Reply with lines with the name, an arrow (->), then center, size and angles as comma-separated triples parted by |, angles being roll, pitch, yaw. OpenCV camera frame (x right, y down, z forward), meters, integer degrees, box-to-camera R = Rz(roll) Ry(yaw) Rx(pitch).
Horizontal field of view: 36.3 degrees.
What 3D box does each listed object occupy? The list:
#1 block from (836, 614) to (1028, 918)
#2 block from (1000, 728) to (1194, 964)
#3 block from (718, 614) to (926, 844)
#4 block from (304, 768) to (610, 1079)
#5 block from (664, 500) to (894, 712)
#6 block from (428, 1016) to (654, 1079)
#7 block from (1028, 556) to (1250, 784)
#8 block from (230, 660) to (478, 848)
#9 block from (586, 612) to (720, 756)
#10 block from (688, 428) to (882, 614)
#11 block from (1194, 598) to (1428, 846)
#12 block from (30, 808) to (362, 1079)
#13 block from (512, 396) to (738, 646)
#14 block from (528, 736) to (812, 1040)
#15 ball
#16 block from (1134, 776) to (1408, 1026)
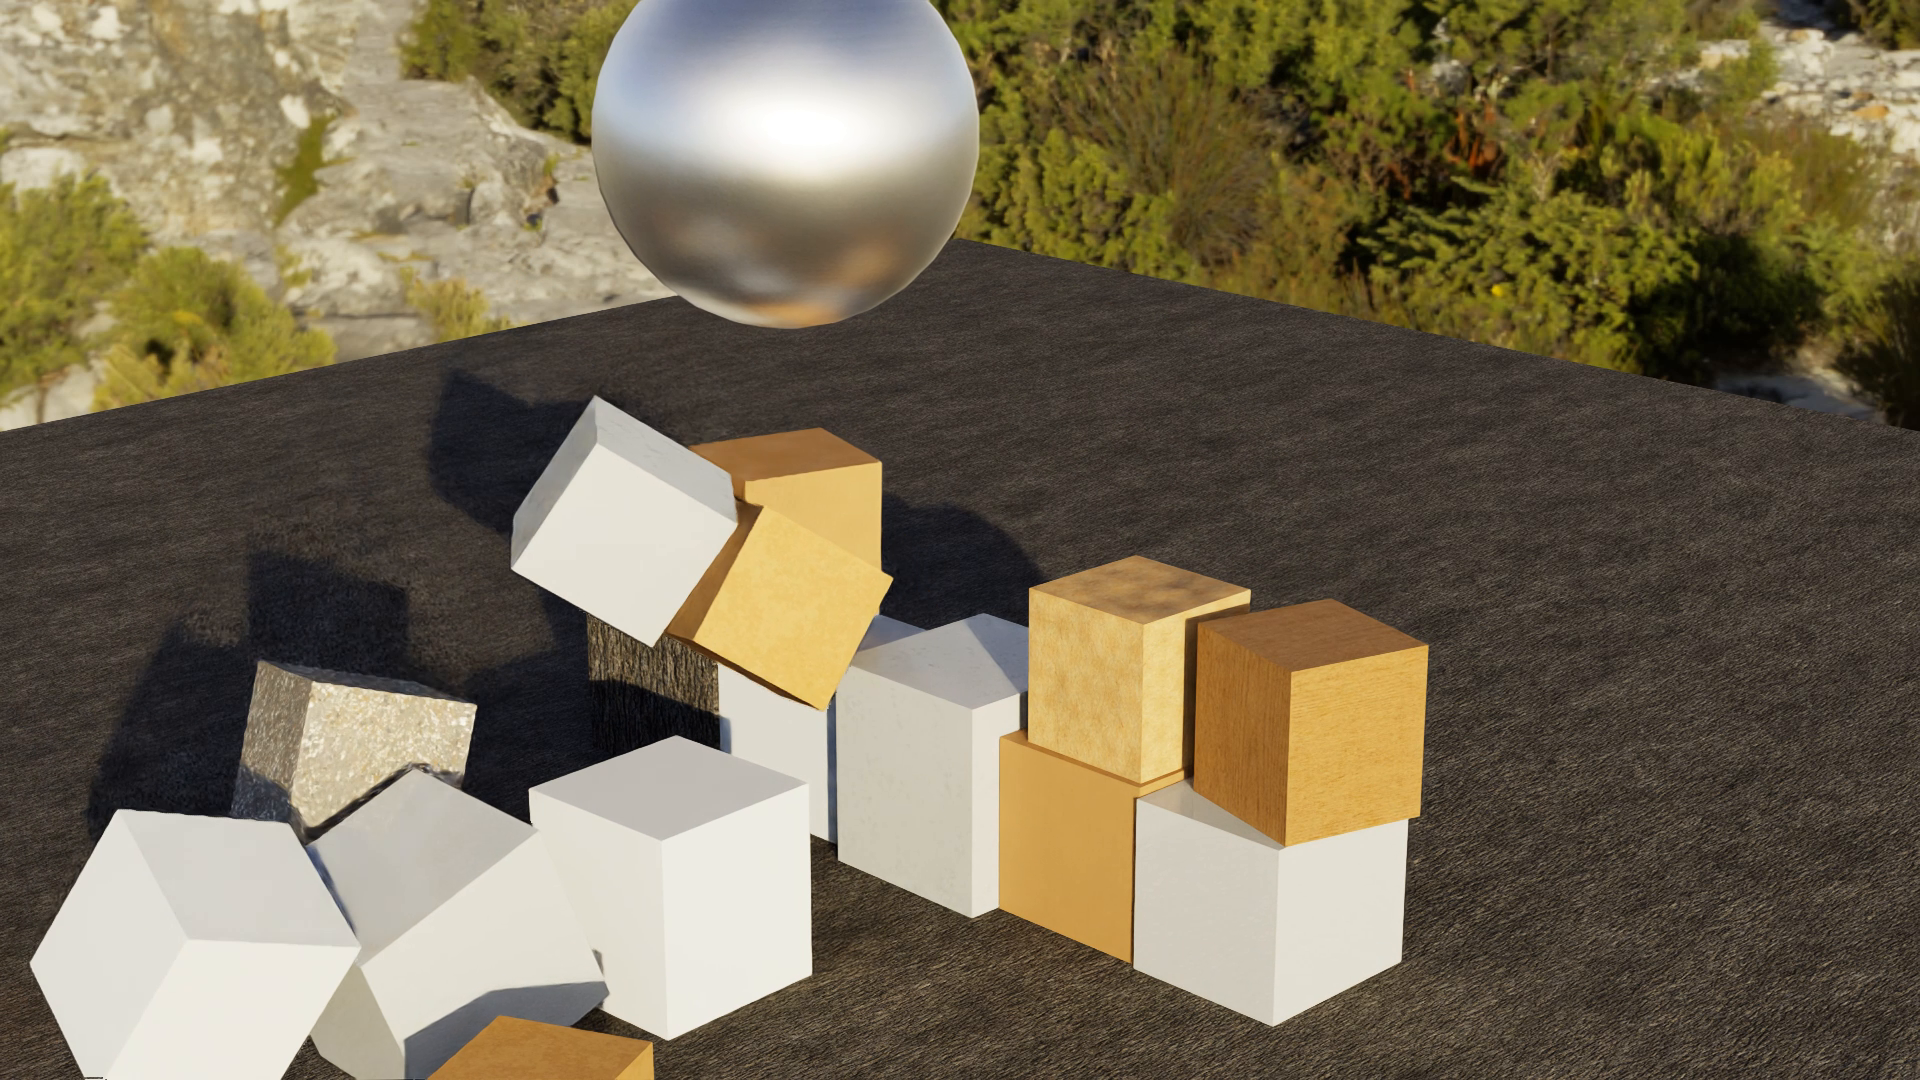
block -> 0.084, 1.012, 13.476 | 0.947, 0.987, 0.889 | -16, 24, -42
block -> 0.732, 1.265, 12.955 | 0.750, 0.819, 0.825 | -16, 24, -42
block -> -0.529, 0.888, 14.196 | 0.850, 0.794, 0.954 | -17, 24, -42
block -> -2.083, 1.586, 11.465 | 0.861, 0.846, 0.869 | 18, 45, 44
block -> -0.848, 0.289, 13.335 | 0.689, 0.676, 0.661 | 30, -7, -19
block -> -1.505, 2.154, 10.474 | 0.620, 0.610, 0.619 | 6, 19, 19
block -> 0.772, 0.546, 12.696 | 0.670, 0.707, 0.672 | -16, 23, -41
block -> -2.543, 0.968, 12.227 | 0.710, 0.763, 0.707 | 11, 0, -31
block -> -1.219, 0.626, 14.835 | 0.899, 0.911, 0.973 | -17, 24, -42
block -> -0.849, -0.049, 14.185 | 0.717, 0.770, 0.640 | -9, 21, -28
block -> 1.443, 0.742, 12.129 | 0.671, 0.750, 0.677 | -9, 20, -27
block -> -2.792, 1.517, 10.697 | 0.734, 0.754, 0.683 | 12, 29, -47
block -> -1.539, -0.088, 13.407 | 0.743, 0.716, 0.599 | 31, 16, -19
block -> -1.207, 1.438, 12.307 | 0.814, 0.876, 0.824 | 15, 23, 40
ball -> -0.717, -1.671, 12.065 | 1.600, 1.600, 1.600 | 0, 17, 0
block -> 1.317, 1.448, 12.436 | 0.865, 0.781, 0.765 | -17, 24, -42
